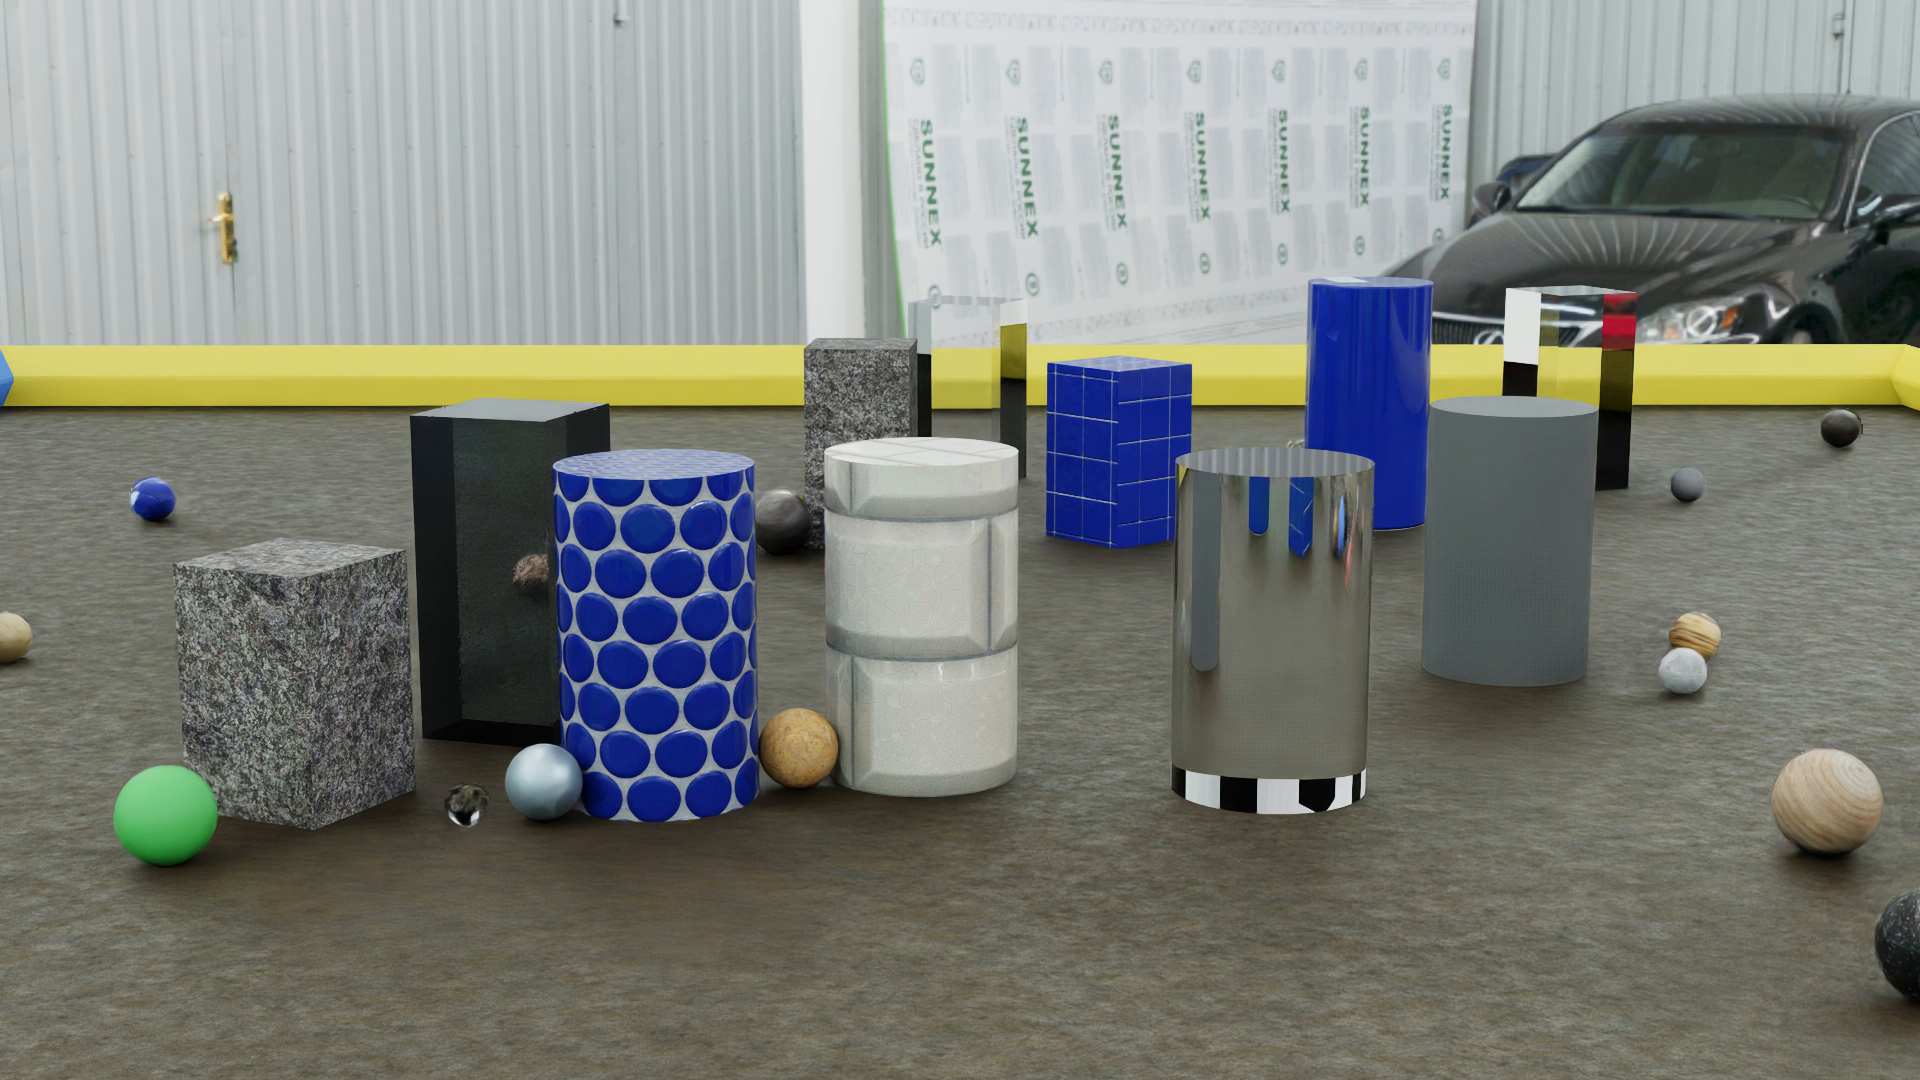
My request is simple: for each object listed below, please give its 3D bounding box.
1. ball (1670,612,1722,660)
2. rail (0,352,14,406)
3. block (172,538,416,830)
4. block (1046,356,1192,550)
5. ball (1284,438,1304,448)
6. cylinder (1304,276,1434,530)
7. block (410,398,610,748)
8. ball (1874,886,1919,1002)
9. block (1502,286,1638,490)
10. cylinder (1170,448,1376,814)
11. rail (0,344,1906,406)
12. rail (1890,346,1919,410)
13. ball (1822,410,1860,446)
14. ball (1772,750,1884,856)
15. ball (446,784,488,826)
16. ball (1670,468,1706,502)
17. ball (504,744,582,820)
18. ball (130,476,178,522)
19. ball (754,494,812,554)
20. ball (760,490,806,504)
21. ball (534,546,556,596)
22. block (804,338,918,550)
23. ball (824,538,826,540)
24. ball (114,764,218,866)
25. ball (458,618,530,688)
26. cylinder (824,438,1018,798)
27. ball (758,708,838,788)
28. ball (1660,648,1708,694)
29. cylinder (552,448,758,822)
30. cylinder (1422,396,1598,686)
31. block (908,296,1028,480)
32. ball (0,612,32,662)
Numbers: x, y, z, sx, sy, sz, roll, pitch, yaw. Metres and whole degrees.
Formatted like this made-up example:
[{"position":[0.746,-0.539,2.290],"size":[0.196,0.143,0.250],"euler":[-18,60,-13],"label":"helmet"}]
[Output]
[{"position":[0.908,0.120,3.169],"size":[0.062,0.062,0.062],"euler":[0,10,0],"label":"ball"},{"position":[-2.040,0.035,3.437],"size":[0.045,0.129,4.296],"euler":[0,10,0],"label":"rail"},{"position":[-0.660,0.139,2.556],"size":[0.159,0.248,0.159],"euler":[5,12,25],"label":"block"},{"position":[0.247,-0.140,3.999],"size":[0.159,0.272,0.159],"euler":[-9,14,-40],"label":"block"},{"position":[0.614,-0.153,4.649],"size":[0.061,0.061,0.061],"euler":[0,10,0],"label":"ball"},{"position":[0.655,-0.222,4.128],"size":[0.199,0.386,0.199],"euler":[0,10,0],"label":"cylinder"},{"position":[-0.489,0.033,2.830],"size":[0.159,0.357,0.159],"euler":[3,11,18],"label":"block"},{"position":[0.766,0.318,2.013],"size":[0.094,0.094,0.094],"euler":[0,10,0],"label":"ball"},{"position":[1.061,-0.265,4.484],"size":[0.159,0.341,0.159],"euler":[-4,11,-22],"label":"block"},{"position":[0.315,0.087,2.595],"size":[0.199,0.336,0.199],"euler":[0,10,0],"label":"cylinder"},{"position":[-0.012,-0.353,5.538],"size":[4.128,0.129,0.045],"euler":[0,10,0],"label":"rail"},{"position":[2.040,0.031,3.460],"size":[0.045,0.129,4.296],"euler":[0,10,0],"label":"rail"},{"position":[1.699,-0.216,4.954],"size":[0.070,0.070,0.070],"euler":[0,10,0],"label":"ball"},{"position":[0.809,0.245,2.393],"size":[0.099,0.099,0.099],"euler":[0,10,0],"label":"ball"},{"position":[-0.478,0.257,2.487],"size":[0.042,0.042,0.042],"euler":[0,10,0],"label":"ball"},{"position":[1.230,-0.094,4.336],"size":[0.058,0.058,0.058],"euler":[0,10,0],"label":"ball"},{"position":[-0.406,0.236,2.505],"size":[0.075,0.075,0.075],"euler":[0,10,0],"label":"ball"},{"position":[-1.305,-0.065,4.150],"size":[0.073,0.073,0.073],"euler":[0,10,0],"label":"ball"},{"position":[-0.269,-0.024,3.866],"size":[0.092,0.092,0.092],"euler":[0,10,0],"label":"ball"},{"position":[-0.275,-0.036,3.955],"size":[0.084,0.084,0.084],"euler":[0,10,0],"label":"ball"},{"position":[-0.558,0.043,3.564],"size":[0.069,0.069,0.069],"euler":[0,10,0],"label":"ball"},{"position":[-0.151,-0.150,3.956],"size":[0.159,0.307,0.159],"euler":[1,11,4],"label":"block"},{"position":[-0.153,-0.012,3.790],"size":[0.095,0.095,0.095],"euler":[0,10,0],"label":"ball"},{"position":[-0.732,0.253,2.366],"size":[0.092,0.092,0.092],"euler":[0,10,0],"label":"ball"},{"position":[-0.551,0.134,3.036],"size":[0.083,0.083,0.083],"euler":[0,10,0],"label":"ball"},{"position":[-0.040,0.075,2.654],"size":[0.199,0.338,0.199],"euler":[0,10,0],"label":"cylinder"},{"position":[-0.165,0.212,2.615],"size":[0.082,0.082,0.082],"euler":[0,10,0],"label":"ball"},{"position":[0.848,0.154,3.009],"size":[0.054,0.054,0.054],"euler":[0,10,0],"label":"ball"},{"position":[-0.303,0.091,2.569],"size":[0.199,0.338,0.199],"euler":[0,10,0],"label":"cylinder"},{"position":[0.666,-0.002,3.116],"size":[0.199,0.322,0.199],"euler":[0,10,0],"label":"cylinder"},{"position":[0.014,-0.262,4.526],"size":[0.159,0.320,0.159],"euler":[5,11,24],"label":"block"},{"position":[-1.178,0.120,3.167],"size":[0.062,0.062,0.062],"euler":[0,10,0],"label":"ball"}]
